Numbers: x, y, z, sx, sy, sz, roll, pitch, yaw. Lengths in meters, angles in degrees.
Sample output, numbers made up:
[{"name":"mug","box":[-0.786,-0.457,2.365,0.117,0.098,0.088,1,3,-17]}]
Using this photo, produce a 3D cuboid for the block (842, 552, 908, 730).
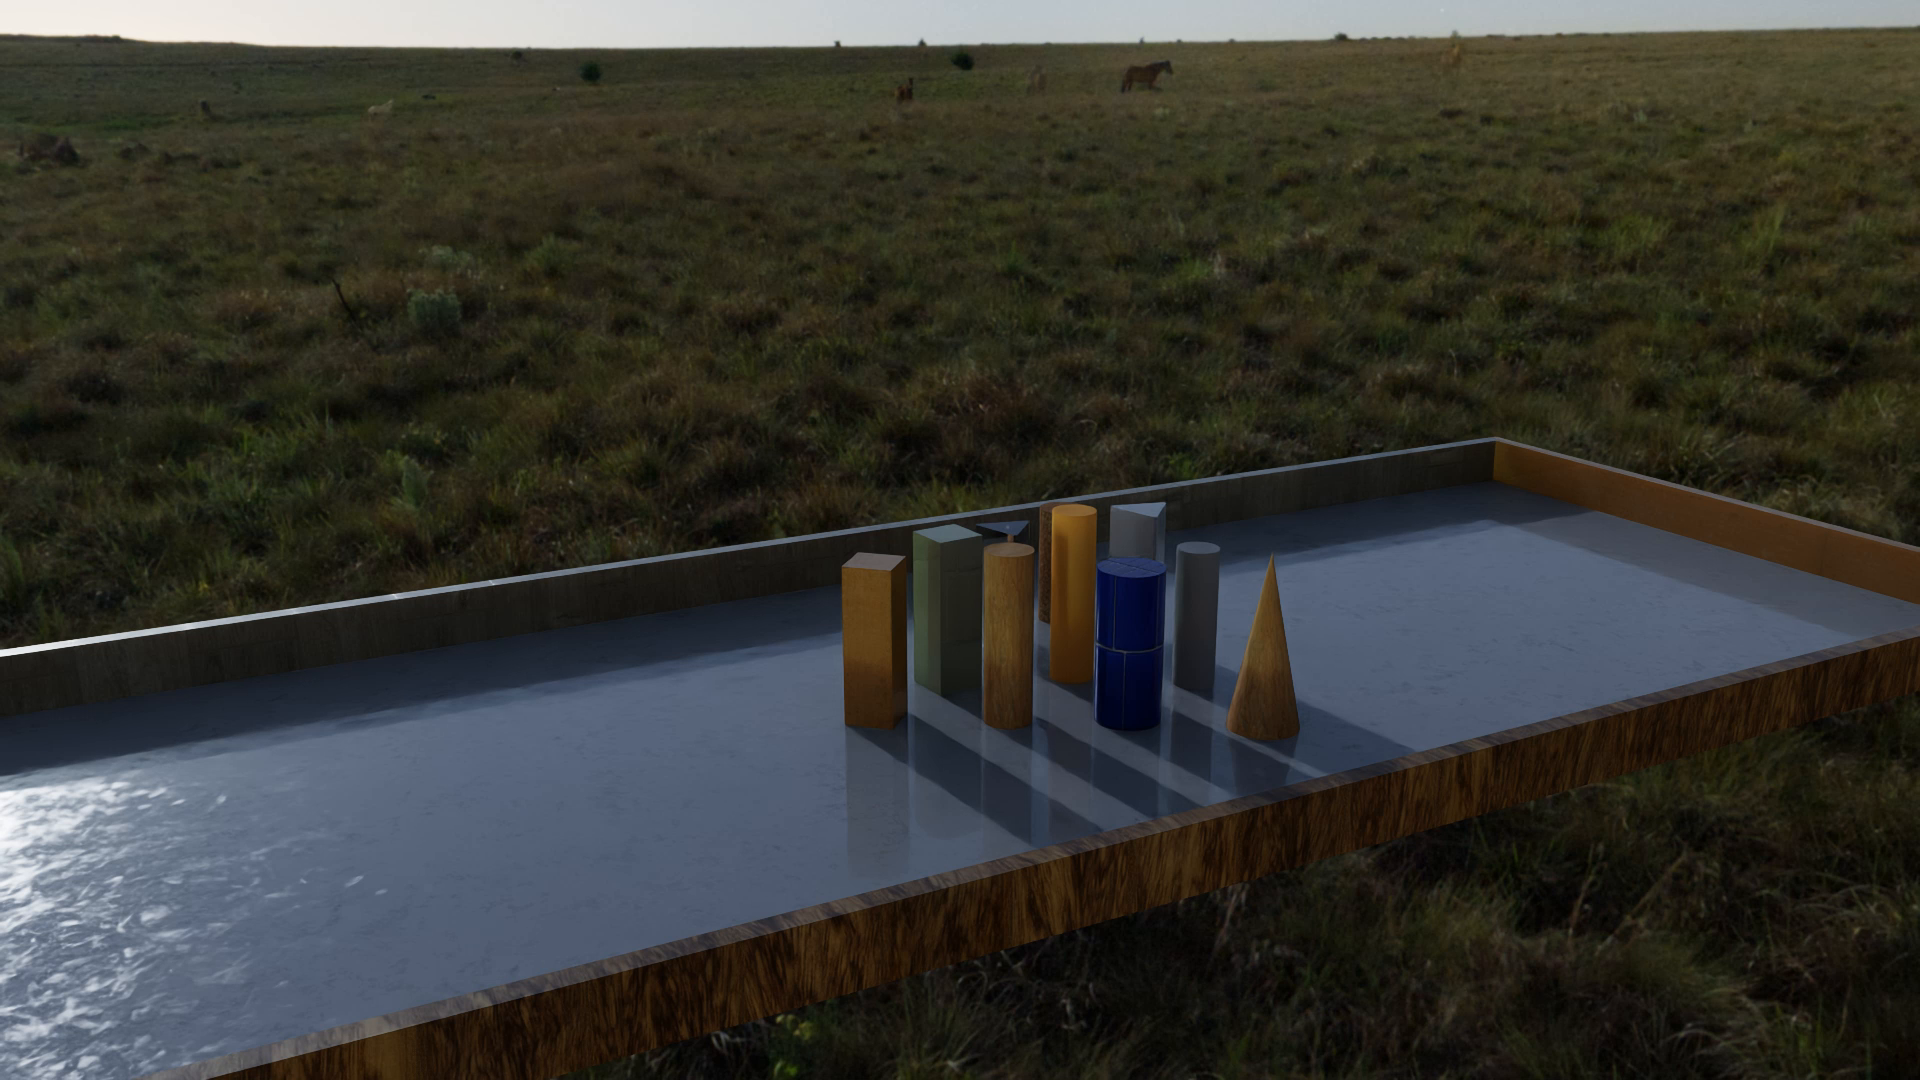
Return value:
[{"name":"block","box":[-0.198,0.236,3.861,0.118,0.389,0.118,4,17,15]}]

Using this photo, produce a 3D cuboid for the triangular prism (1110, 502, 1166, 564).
[{"name":"triangular prism","box":[0.492,0.097,4.345,0.131,0.383,0.152,-15,22,-42]}]

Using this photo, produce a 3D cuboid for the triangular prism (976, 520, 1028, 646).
[{"name":"triangular prism","box":[0.136,0.121,4.356,0.126,0.332,0.145,-15,22,-42]}]

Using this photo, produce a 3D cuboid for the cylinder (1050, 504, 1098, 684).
[{"name":"cylinder","box":[0.282,0.136,4.120,0.111,0.436,0.111,0,16,0]}]

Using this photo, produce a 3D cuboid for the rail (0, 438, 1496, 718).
[{"name":"rail","box":[-3.305,0.497,3.399,12.000,0.150,0.050,-9,18,-27]}]

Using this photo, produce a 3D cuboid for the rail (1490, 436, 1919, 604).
[{"name":"rail","box":[2.466,-0.048,5.253,0.050,0.150,2.100,-9,18,-27]}]

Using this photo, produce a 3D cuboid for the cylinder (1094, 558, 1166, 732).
[{"name":"cylinder","box":[0.397,0.243,3.860,0.159,0.376,0.159,0,16,0]}]

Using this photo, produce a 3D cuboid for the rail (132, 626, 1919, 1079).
[{"name":"rail","box":[-2.336,1.006,1.665,12.000,0.150,0.050,-9,18,-27]}]

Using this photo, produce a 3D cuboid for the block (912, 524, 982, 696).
[{"name":"block","box":[-0.030,0.172,4.075,0.122,0.392,0.122,-11,19,-32]}]

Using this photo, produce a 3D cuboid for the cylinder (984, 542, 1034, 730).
[{"name":"cylinder","box":[0.113,0.224,3.847,0.117,0.421,0.117,0,16,0]}]

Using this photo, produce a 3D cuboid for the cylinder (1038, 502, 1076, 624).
[{"name":"cylinder","box":[0.282,0.064,4.573,0.126,0.318,0.126,0,16,0]}]

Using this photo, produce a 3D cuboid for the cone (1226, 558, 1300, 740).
[{"name":"cone","box":[0.711,0.232,3.813,0.173,0.424,0.173,0,16,0]}]

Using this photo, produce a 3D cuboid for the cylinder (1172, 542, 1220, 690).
[{"name":"cylinder","box":[0.585,0.187,4.093,0.107,0.352,0.107,0,16,0]}]
